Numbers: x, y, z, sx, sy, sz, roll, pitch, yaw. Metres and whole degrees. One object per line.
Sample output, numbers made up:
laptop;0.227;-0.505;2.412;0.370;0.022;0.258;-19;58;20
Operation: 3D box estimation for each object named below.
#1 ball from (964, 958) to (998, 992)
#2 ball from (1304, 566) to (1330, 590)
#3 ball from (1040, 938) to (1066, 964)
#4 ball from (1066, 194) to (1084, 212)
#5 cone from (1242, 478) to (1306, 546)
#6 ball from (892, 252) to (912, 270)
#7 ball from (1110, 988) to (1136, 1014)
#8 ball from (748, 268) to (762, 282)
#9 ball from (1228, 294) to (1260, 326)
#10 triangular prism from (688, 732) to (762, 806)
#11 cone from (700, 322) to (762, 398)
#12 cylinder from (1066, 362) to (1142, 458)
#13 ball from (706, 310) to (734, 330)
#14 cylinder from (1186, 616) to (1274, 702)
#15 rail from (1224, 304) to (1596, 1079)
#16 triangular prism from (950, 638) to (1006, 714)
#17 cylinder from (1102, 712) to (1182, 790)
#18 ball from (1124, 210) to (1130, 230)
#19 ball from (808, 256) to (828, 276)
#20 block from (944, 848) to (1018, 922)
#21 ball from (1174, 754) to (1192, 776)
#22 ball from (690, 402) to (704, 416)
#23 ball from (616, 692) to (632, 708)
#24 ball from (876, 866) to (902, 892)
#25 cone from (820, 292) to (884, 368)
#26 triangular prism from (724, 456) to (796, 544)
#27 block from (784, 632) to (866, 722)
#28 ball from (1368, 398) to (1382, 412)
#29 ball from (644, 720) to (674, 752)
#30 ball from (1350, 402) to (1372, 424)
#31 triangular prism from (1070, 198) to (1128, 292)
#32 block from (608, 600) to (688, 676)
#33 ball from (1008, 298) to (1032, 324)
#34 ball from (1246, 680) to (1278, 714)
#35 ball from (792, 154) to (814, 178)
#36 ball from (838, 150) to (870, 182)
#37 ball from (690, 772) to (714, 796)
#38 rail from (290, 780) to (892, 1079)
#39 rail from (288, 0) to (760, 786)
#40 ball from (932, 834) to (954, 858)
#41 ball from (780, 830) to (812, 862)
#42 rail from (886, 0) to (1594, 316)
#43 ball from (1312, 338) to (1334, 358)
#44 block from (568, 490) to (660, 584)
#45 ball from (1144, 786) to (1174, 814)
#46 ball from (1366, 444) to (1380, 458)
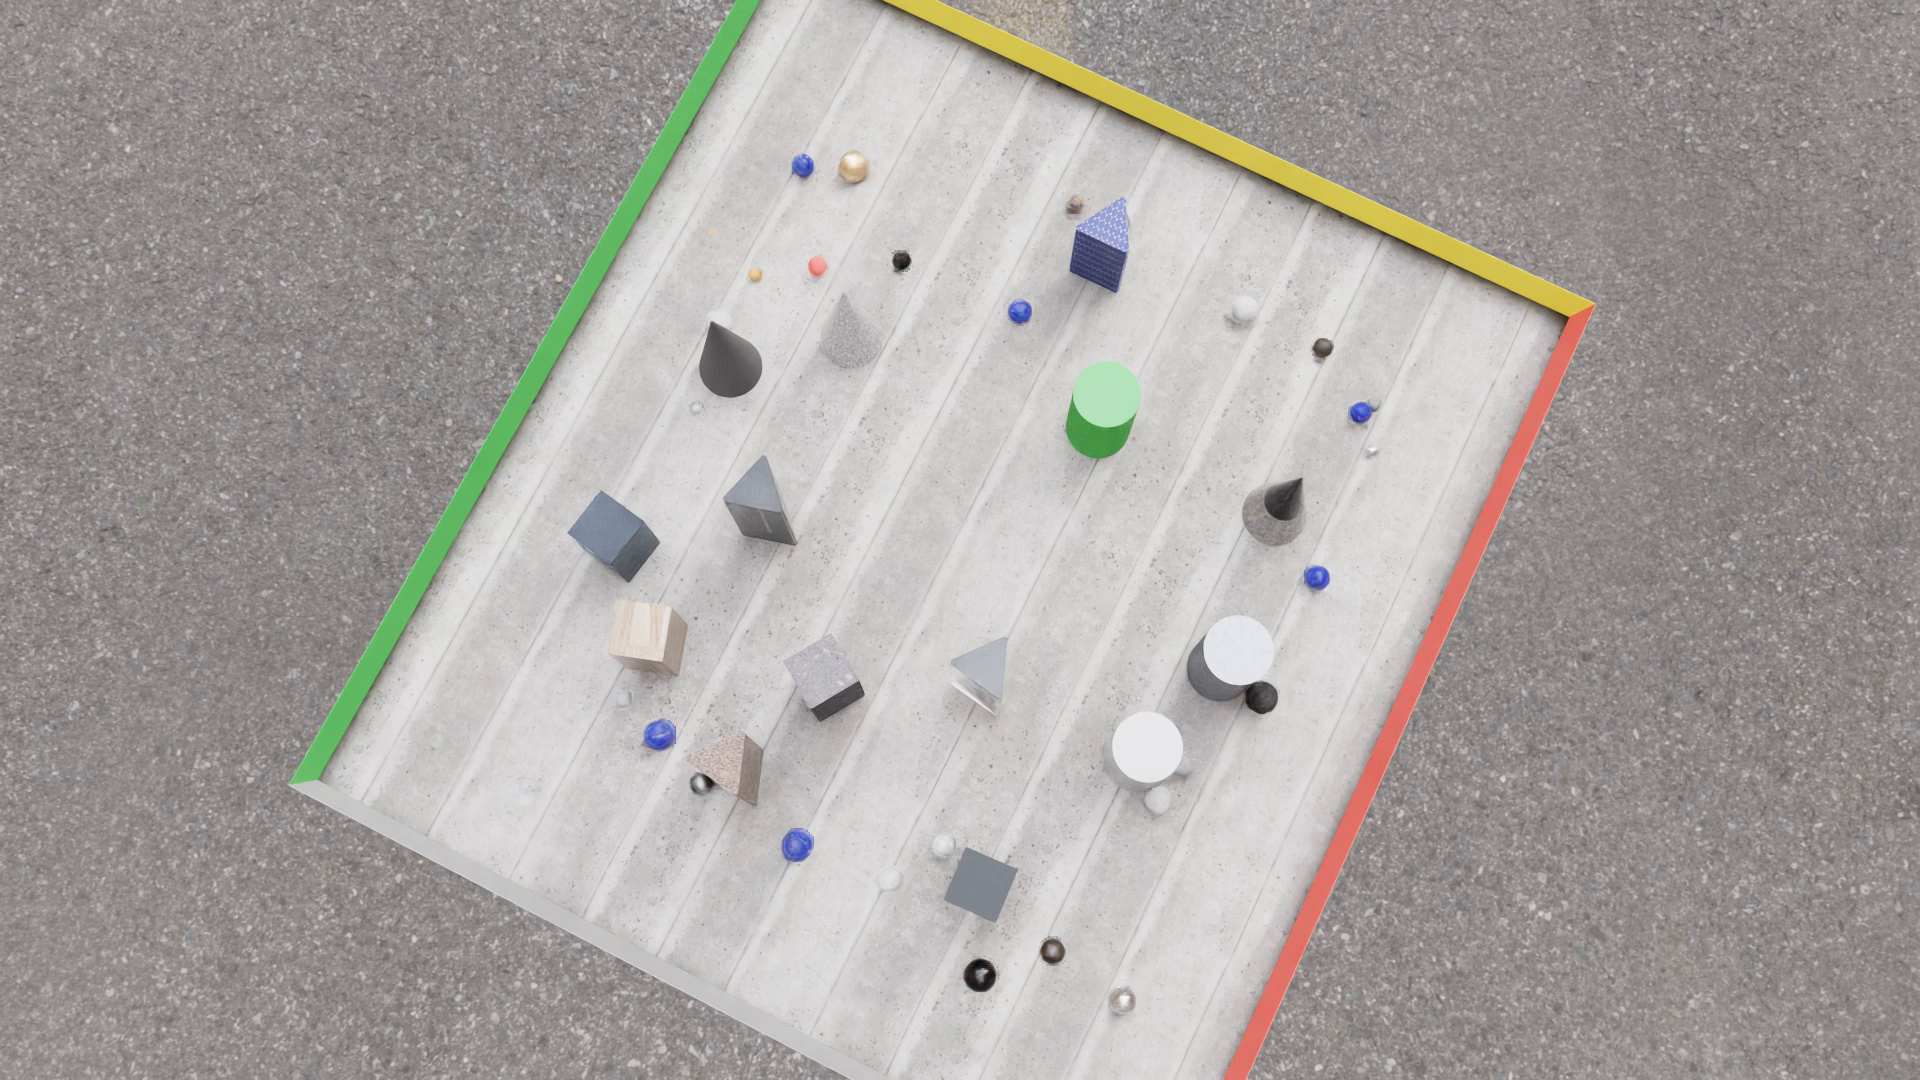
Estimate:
ball;0.059;1.261;5.306;0.097;0.097;0.097;0;78;0
ball;1.084;0.115;5.554;0.077;0.077;0.077;0;78;0
ball;0.270;1.198;5.331;0.074;0.074;0.074;0;78;0
ball;0.366;-1.067;5.809;0.057;0.057;0.057;0;78;0
cone;0.966;-0.128;5.398;0.199;0.479;0.199;0;78;0
ball;-0.184;-0.879;5.768;0.060;0.060;0.060;0;78;0
ball;0.472;1.333;5.301;0.078;0.078;0.078;0;78;0
ball;-0.646;-0.836;5.767;0.045;0.045;0.045;0;78;0
ball;0.886;-0.717;5.717;0.093;0.093;0.093;0;78;0
triangular prism;-0.635;0.635;5.240;0.172;0.480;0.149;35;80;7
cone;-0.717;-0.587;5.504;0.199;0.458;0.199;0;78;0
cylinder;0.428;-0.387;5.510;0.199;0.366;0.199;0;78;0
ball;-0.747;-0.676;5.702;0.084;0.084;0.084;0;78;0
cylinder;0.784;0.349;5.346;0.199;0.389;0.199;0;78;0
rail;1.249;0.619;5.422;0.045;0.129;3.066;26;80;5
triangular prism;0.086;0.374;5.314;0.172;0.442;0.149;35;80;7
cylinder;0.527;0.616;5.312;0.199;0.346;0.199;0;78;0
ball;0.493;-1.001;5.765;0.085;0.085;0.085;0;78;0
ball;-0.448;-0.862;5.764;0.061;0.061;0.061;0;78;0
block;0.058;0.991;5.257;0.159;0.302;0.159;23;79;5
ball;0.655;0.669;5.437;0.064;0.064;0.064;0;78;0
ball;-0.815;-0.405;5.677;0.046;0.046;0.046;0;78;0
ball;-1.007;0.478;5.493;0.048;0.048;0.048;0;78;0
ball;-0.209;0.996;5.373;0.074;0.074;0.074;0;78;0
cone;-0.339;-0.679;5.536;0.199;0.433;0.199;0;78;0
triangular prism;-0.569;-0.121;5.402;0.172;0.469;0.149;11;79;2
block;-0.393;0.405;5.355;0.159;0.348;0.159;-30;80;-6
ball;1.285;-0.420;5.681;0.044;0.044;0.044;0;78;0
ball;-0.895;0.582;5.449;0.092;0.092;0.092;0;78;0
ball;1.239;-0.394;5.664;0.067;0.067;0.067;0;78;0
triangular prism;0.455;-0.918;5.624;0.172;0.359;0.149;26;80;5
block;-0.915;0.291;5.393;0.159;0.319;0.159;8;78;2
ball;0.187;-0.715;5.726;0.075;0.075;0.075;0;78;0
ball;0.897;0.467;5.447;0.098;0.098;0.098;0;78;0
ball;-0.498;-1.189;5.825;0.074;0.074;0.074;0;78;0
ball;-0.335;-1.185;5.811;0.099;0.099;0.099;0;78;0
ball;-0.766;0.721;5.429;0.070;0.070;0.070;0;78;0
rail;-0.675;1.329;5.275;2.841;0.129;0.045;26;80;5
rail;-1.249;-0.605;5.675;0.045;0.129;3.066;26;80;5
ball;-0.051;0.903;5.395;0.068;0.068;0.068;0;78;0
ball;-0.479;0.900;5.383;0.094;0.094;0.094;0;78;0
rail;0.675;-1.315;5.822;2.841;0.129;0.045;26;80;5
ball;1.130;-0.599;5.708;0.064;0.064;0.064;0;78;0
block;-1.028;-0.007;5.463;0.159;0.304;0.159;35;80;7
ball;0.587;0.768;5.412;0.085;0.085;0.085;0;78;0
ball;1.272;-0.274;5.652;0.041;0.041;0.041;0;78;0
